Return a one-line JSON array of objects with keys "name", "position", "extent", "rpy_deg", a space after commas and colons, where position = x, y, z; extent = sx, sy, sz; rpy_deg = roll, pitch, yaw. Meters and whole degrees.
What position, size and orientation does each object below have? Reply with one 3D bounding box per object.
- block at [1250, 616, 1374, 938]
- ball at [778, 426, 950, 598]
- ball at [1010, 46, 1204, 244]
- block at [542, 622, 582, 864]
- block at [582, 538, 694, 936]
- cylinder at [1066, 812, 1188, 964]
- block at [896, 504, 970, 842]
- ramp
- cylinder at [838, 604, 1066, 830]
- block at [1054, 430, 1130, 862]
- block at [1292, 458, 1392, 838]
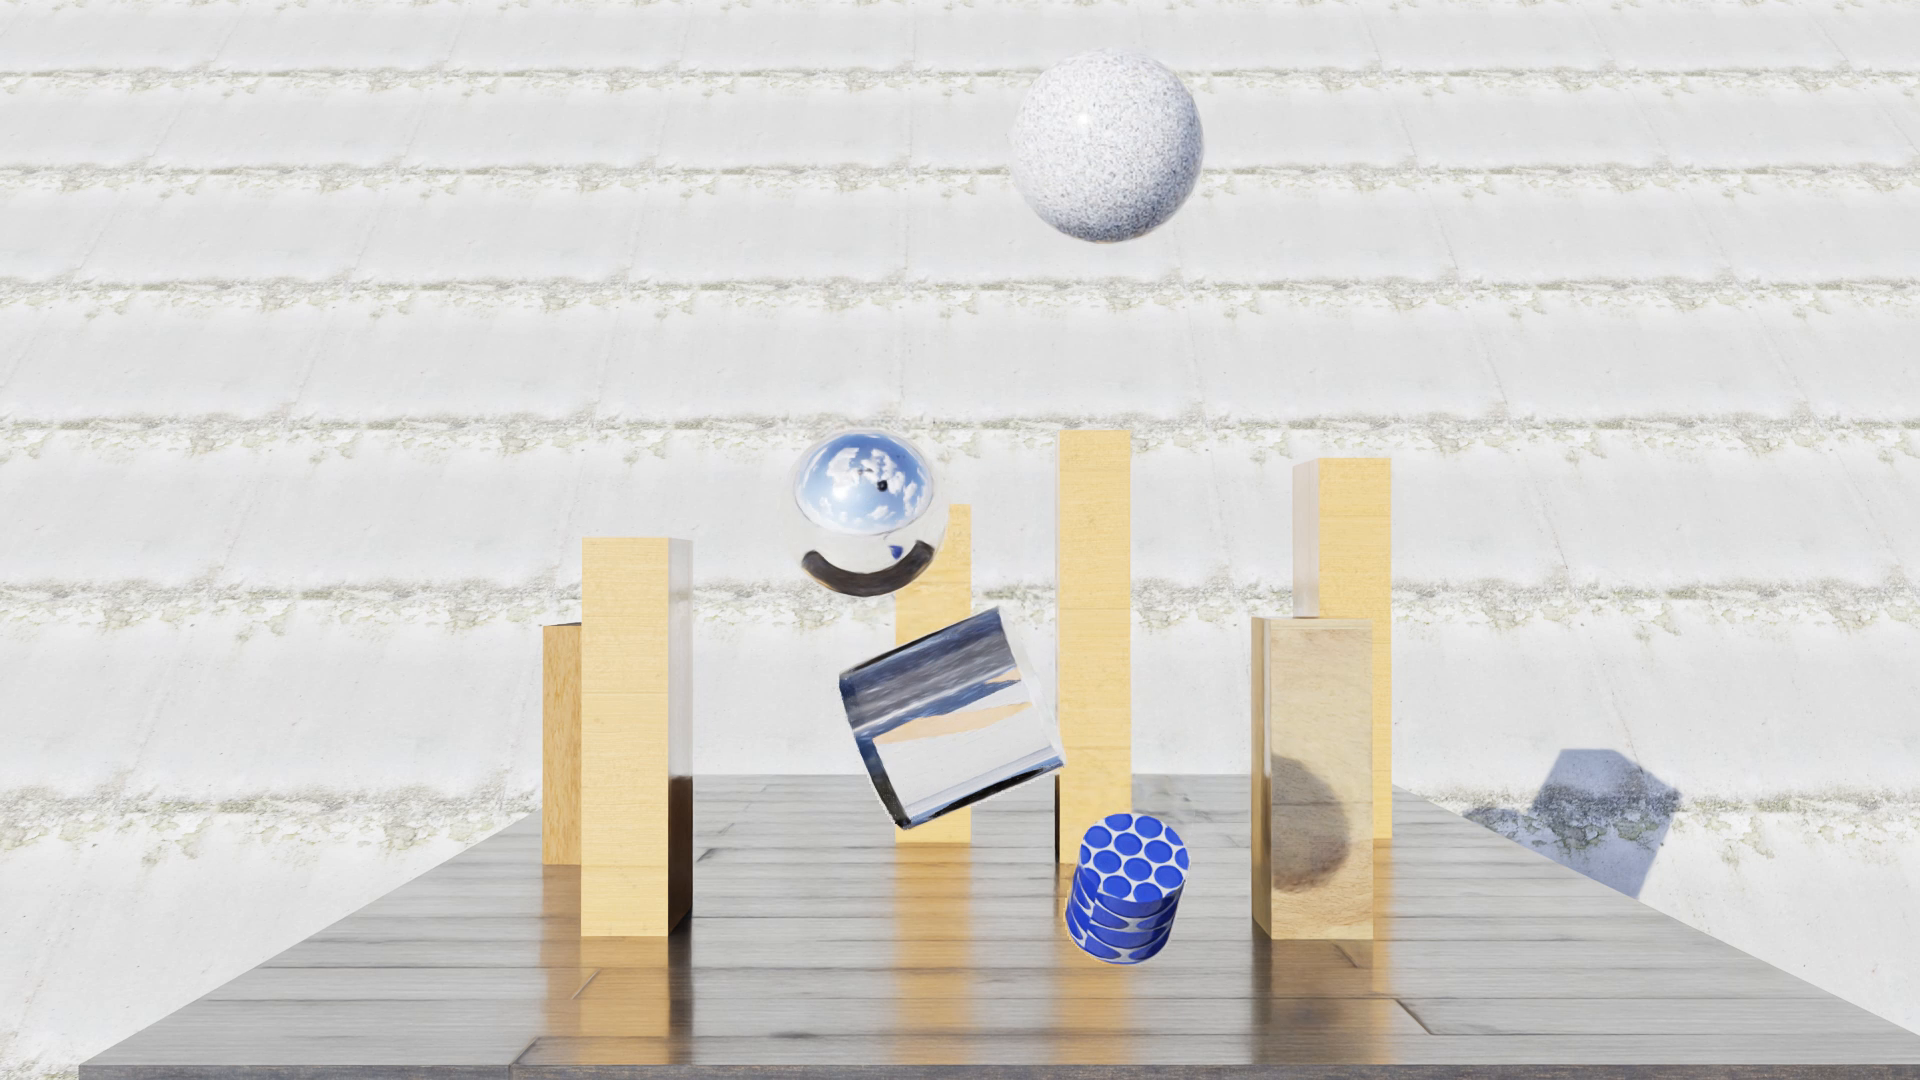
[{"name": "block", "position": [0.513, 0.340, 3.801], "extent": [0.144, 0.453, 0.254], "rpy_deg": [0, -1, 0]}, {"name": "ball", "position": [-0.103, -0.030, 2.783], "extent": [0.183, 0.183, 0.183], "rpy_deg": [0, 32, 0]}, {"name": "ball", "position": [0.132, -0.354, 2.327], "extent": [0.175, 0.175, 0.175], "rpy_deg": [0, 32, 0]}, {"name": "block", "position": [-0.679, 0.369, 4.823], "extent": [0.131, 0.425, 0.396], "rpy_deg": [0, -1, 0]}, {"name": "block", "position": [-0.479, 0.283, 3.880], "extent": [0.124, 0.570, 0.349], "rpy_deg": [0, -1, 0]}, {"name": "cylinder", "position": [0.165, 0.347, 2.578], "extent": [0.107, 0.107, 0.107], "rpy_deg": [4, 47, -4]}, {"name": "block", "position": [-0.052, 0.259, 5.129], "extent": [0.145, 0.652, 0.245], "rpy_deg": [0, -1, 0]}, {"name": "ramp", "position": [0.072, 0.630, 4.726], "extent": [2.000, 0.100, 4.000], "rpy_deg": [0, -1, 0]}, {"name": "cylinder", "position": [-0.007, 0.179, 2.624], "extent": [0.176, 0.176, 0.176], "rpy_deg": [-23, 33, 5]}, {"name": "block", "position": [0.243, 0.192, 4.778], "extent": [0.127, 0.777, 0.251], "rpy_deg": [0, -1, 0]}, {"name": "block", "position": [0.775, 0.214, 5.281], "extent": [0.141, 0.746, 0.402], "rpy_deg": [0, -1, 0]}]
